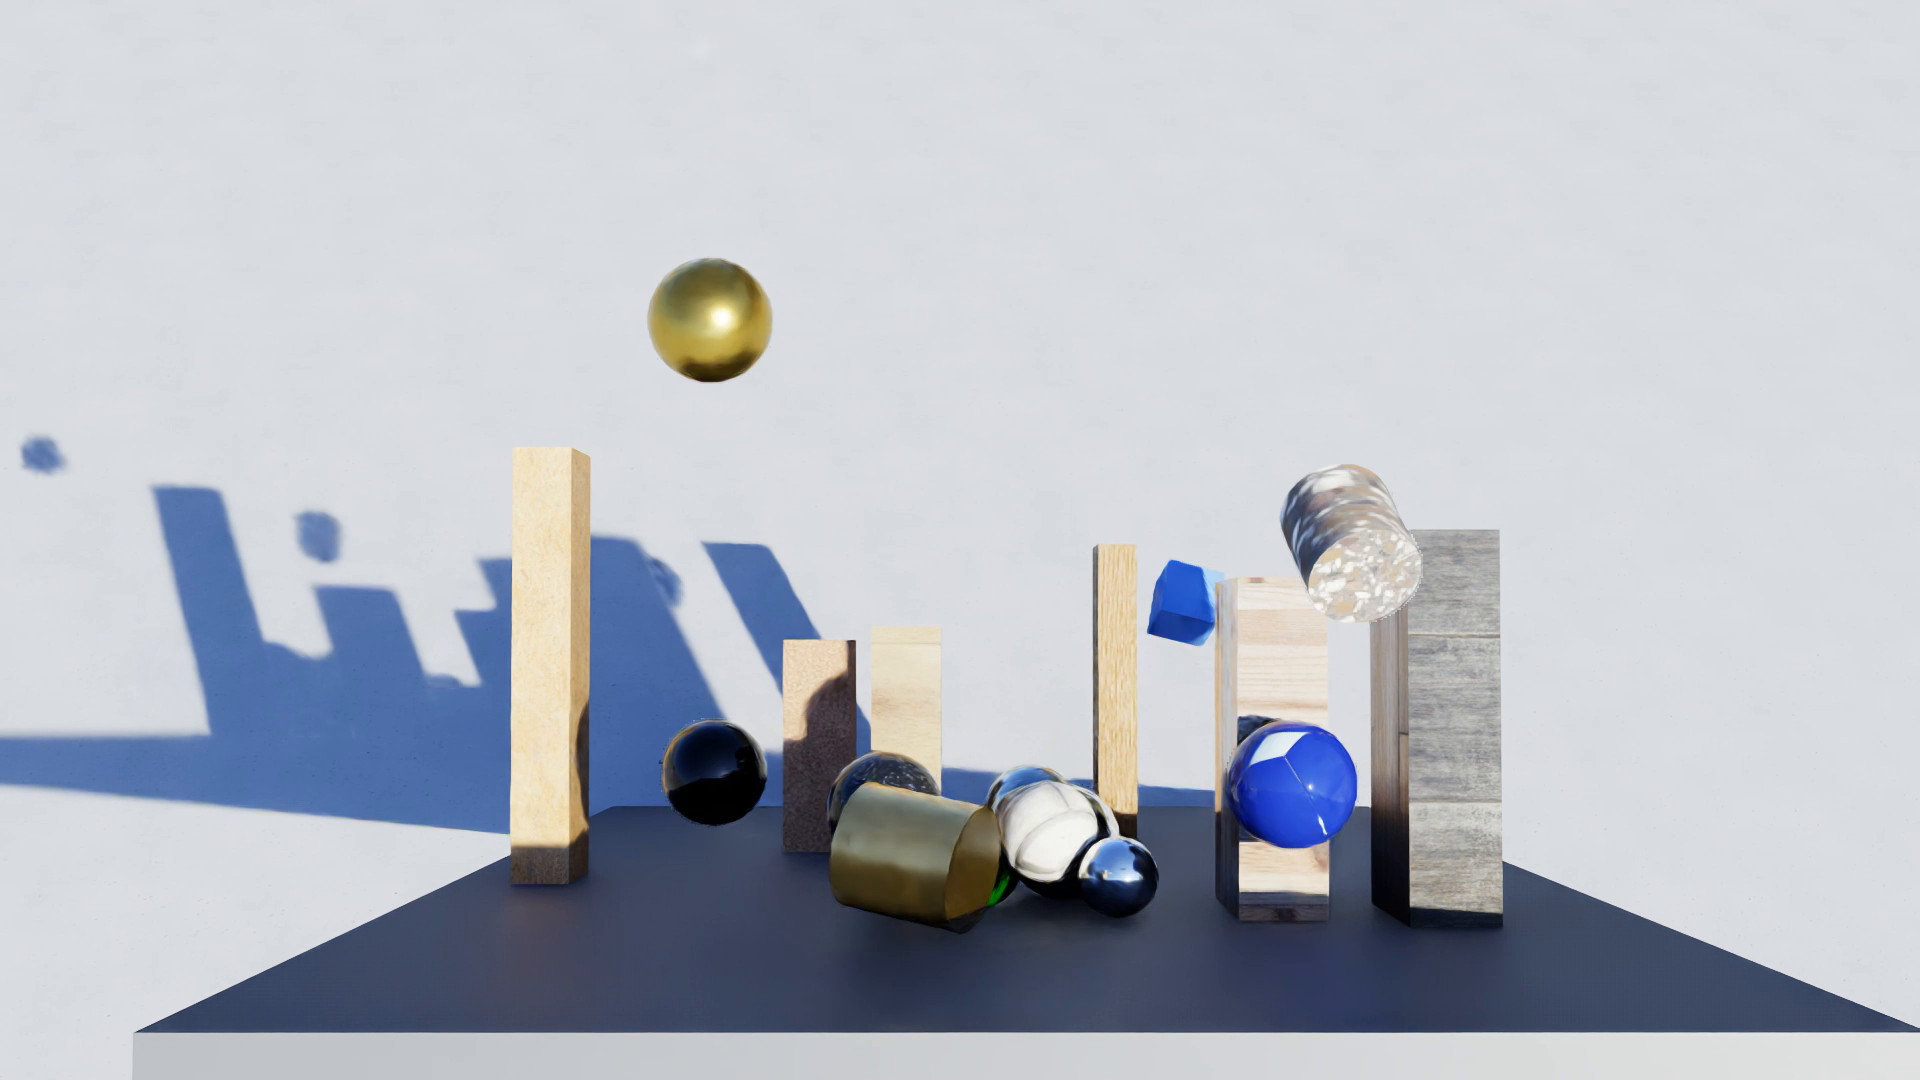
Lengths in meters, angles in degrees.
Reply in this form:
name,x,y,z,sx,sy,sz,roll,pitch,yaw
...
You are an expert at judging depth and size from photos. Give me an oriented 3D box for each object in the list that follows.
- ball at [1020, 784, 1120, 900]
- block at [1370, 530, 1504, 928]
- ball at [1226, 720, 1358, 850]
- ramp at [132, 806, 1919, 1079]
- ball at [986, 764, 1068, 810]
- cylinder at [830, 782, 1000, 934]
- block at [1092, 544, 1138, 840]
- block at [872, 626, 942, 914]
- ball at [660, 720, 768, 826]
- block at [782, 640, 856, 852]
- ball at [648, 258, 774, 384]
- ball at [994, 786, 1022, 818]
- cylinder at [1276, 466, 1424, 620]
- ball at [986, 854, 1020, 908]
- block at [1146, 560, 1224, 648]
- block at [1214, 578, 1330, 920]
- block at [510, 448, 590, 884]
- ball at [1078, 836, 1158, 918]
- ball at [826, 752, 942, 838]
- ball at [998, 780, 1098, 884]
name,x,y,z,sx,sy,sz,roll,pitch,yaw
ball,0.174,0.510,4.400,0.195,0.195,0.195,0,36,0
block,0.756,0.294,4.156,0.142,0.607,0.371,0,-2,0
ball,0.506,0.373,3.965,0.199,0.199,0.199,0,36,0
ramp,0.080,0.677,4.889,2.000,0.100,4.000,0,-2,0
ball,0.144,0.549,5.288,0.187,0.187,0.187,0,36,0
cylinder,-0.065,0.468,3.835,0.189,0.189,0.189,10,37,24
block,0.349,0.339,5.873,0.086,0.651,0.248,0,-2,0
block,-0.087,0.374,4.311,0.111,0.460,0.293,0,-2,0
ball,-0.413,0.391,4.372,0.178,0.178,0.178,0,36,0
block,-0.298,0.433,5.553,0.141,0.439,0.281,0,-2,0
ball,-0.291,-0.256,3.027,0.146,0.146,0.146,0,36,0
ball,0.140,0.555,5.049,0.157,0.157,0.157,0,36,0
cylinder,0.467,0.004,3.114,0.137,0.137,0.137,-8,29,-11
ball,0.035,0.537,4.259,0.130,0.130,0.130,0,36,0
block,0.442,0.124,5.085,0.112,0.112,0.112,14,62,-5
block,0.505,0.333,4.249,0.141,0.536,0.366,0,-2,0
block,-0.755,0.230,4.808,0.105,0.787,0.246,0,-2,0
ball,0.249,0.532,4.105,0.128,0.128,0.128,0,36,0
ball,-0.117,0.423,4.071,0.184,0.184,0.184,0,36,0
ball,0.141,0.470,4.183,0.164,0.164,0.164,0,36,0
